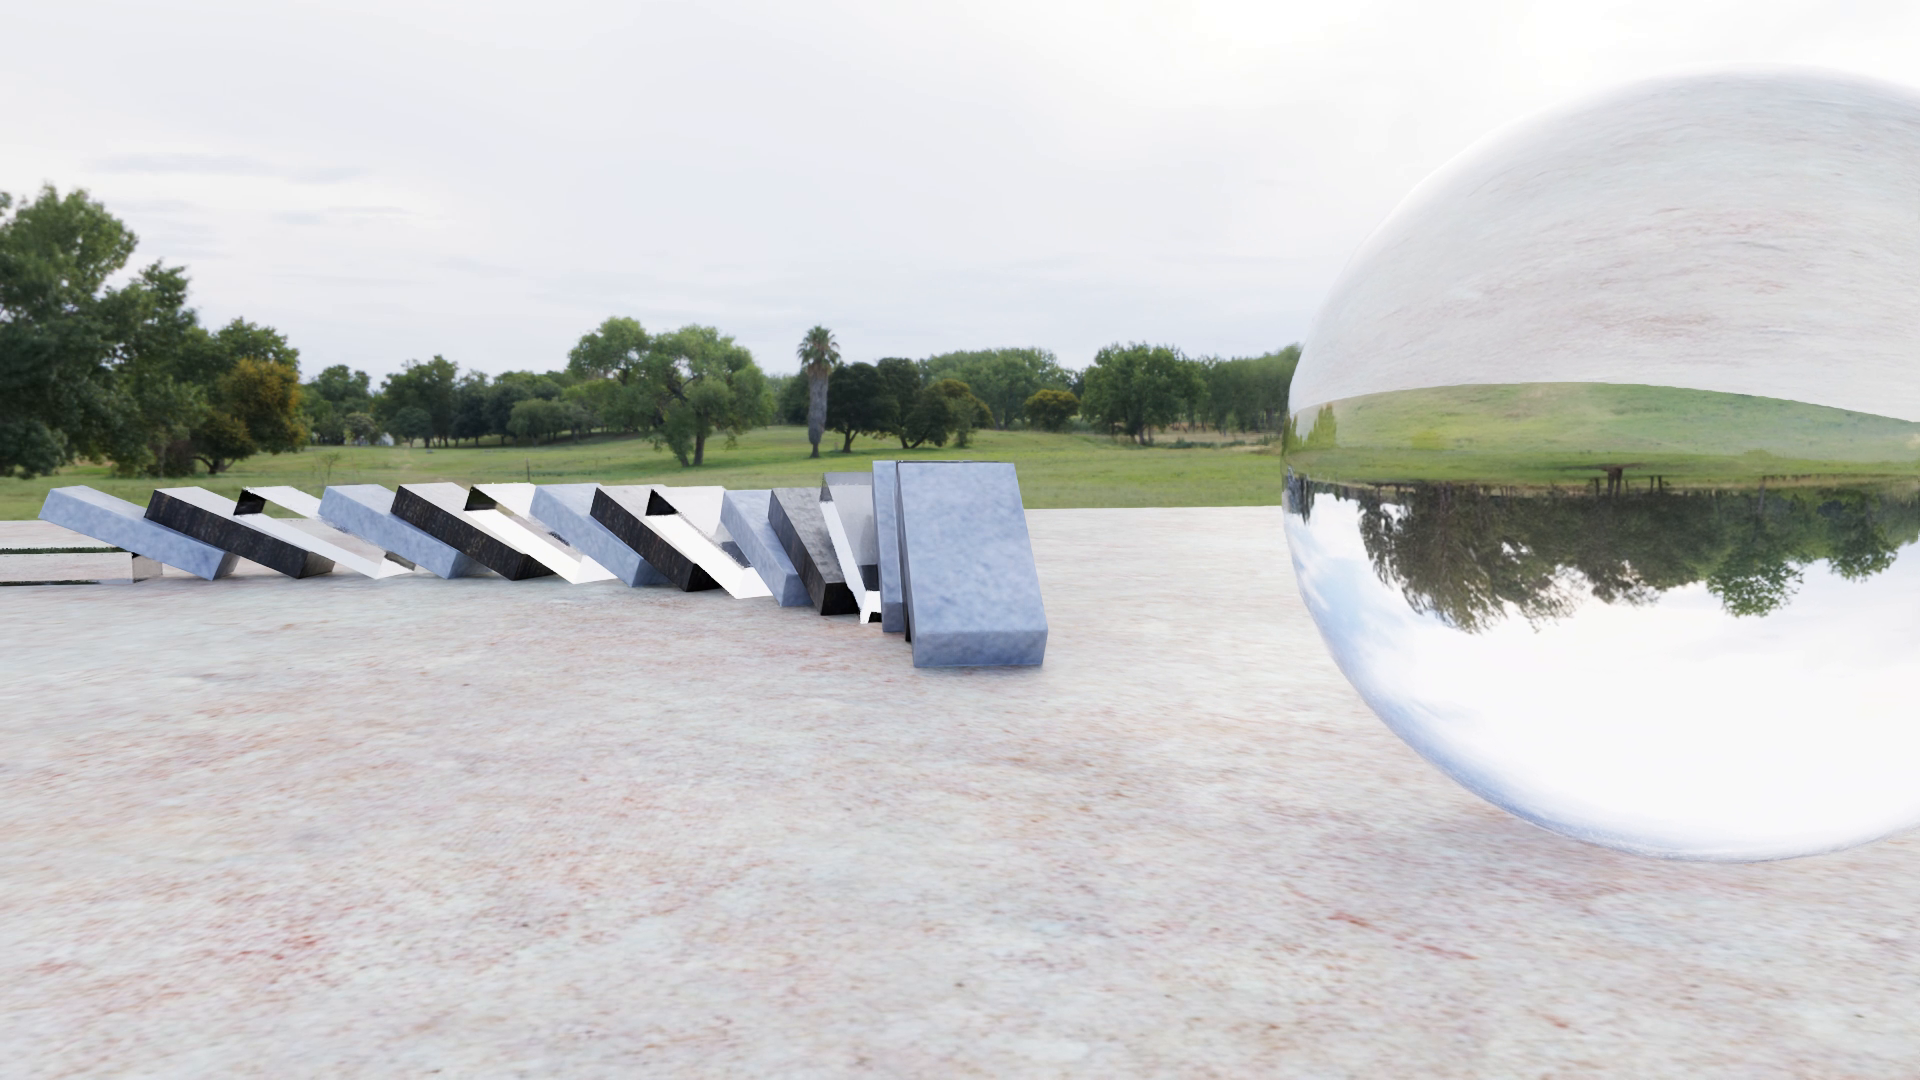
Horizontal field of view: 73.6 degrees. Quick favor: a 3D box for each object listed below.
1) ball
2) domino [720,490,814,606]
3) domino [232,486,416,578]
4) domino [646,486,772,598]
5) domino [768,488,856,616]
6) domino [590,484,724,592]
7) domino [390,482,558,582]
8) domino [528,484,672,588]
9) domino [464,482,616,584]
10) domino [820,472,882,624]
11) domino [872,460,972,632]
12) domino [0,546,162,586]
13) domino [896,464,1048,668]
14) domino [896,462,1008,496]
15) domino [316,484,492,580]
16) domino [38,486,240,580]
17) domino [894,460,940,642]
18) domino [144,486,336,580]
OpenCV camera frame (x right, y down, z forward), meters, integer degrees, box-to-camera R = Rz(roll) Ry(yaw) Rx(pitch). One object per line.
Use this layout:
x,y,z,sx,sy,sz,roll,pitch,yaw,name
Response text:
0.074,-0.008,0.133,0.080,0.080,0.080,0,4,0,ball
-0.047,0.001,0.359,0.025,0.010,0.050,-3,29,-30,domino
-0.205,-0.003,0.417,0.050,0.009,0.025,23,5,1,domino
-0.068,0.000,0.375,0.025,0.010,0.050,-4,31,-46,domino
-0.032,0.002,0.341,0.025,0.010,0.050,-2,31,-25,domino
-0.087,-0.001,0.389,0.050,0.010,0.025,33,23,33,domino
-0.155,-0.003,0.415,0.050,0.010,0.025,27,11,14,domino
-0.108,-0.002,0.401,0.050,0.010,0.025,31,19,27,domino
-0.131,-0.003,0.410,0.050,0.009,0.025,29,16,22,domino
-0.018,0.001,0.324,0.025,0.009,0.050,-1,37,-19,domino
-0.007,0.000,0.307,0.025,0.009,0.050,-1,42,-7,domino
-0.280,0.008,0.397,0.050,0.010,0.025,-1,4,-14,domino
0.001,0.004,0.261,0.025,0.010,0.050,-1,42,-7,domino
0.001,0.003,0.277,0.025,0.010,0.050,-1,42,-7,domino
-0.179,-0.003,0.418,0.050,0.009,0.025,25,9,9,domino
-0.256,-0.002,0.403,0.050,0.010,0.025,24,-2,-16,domino
-0.001,0.001,0.292,0.025,0.010,0.050,0,42,-7,domino
-0.230,-0.003,0.413,0.050,0.010,0.025,23,3,-5,domino
